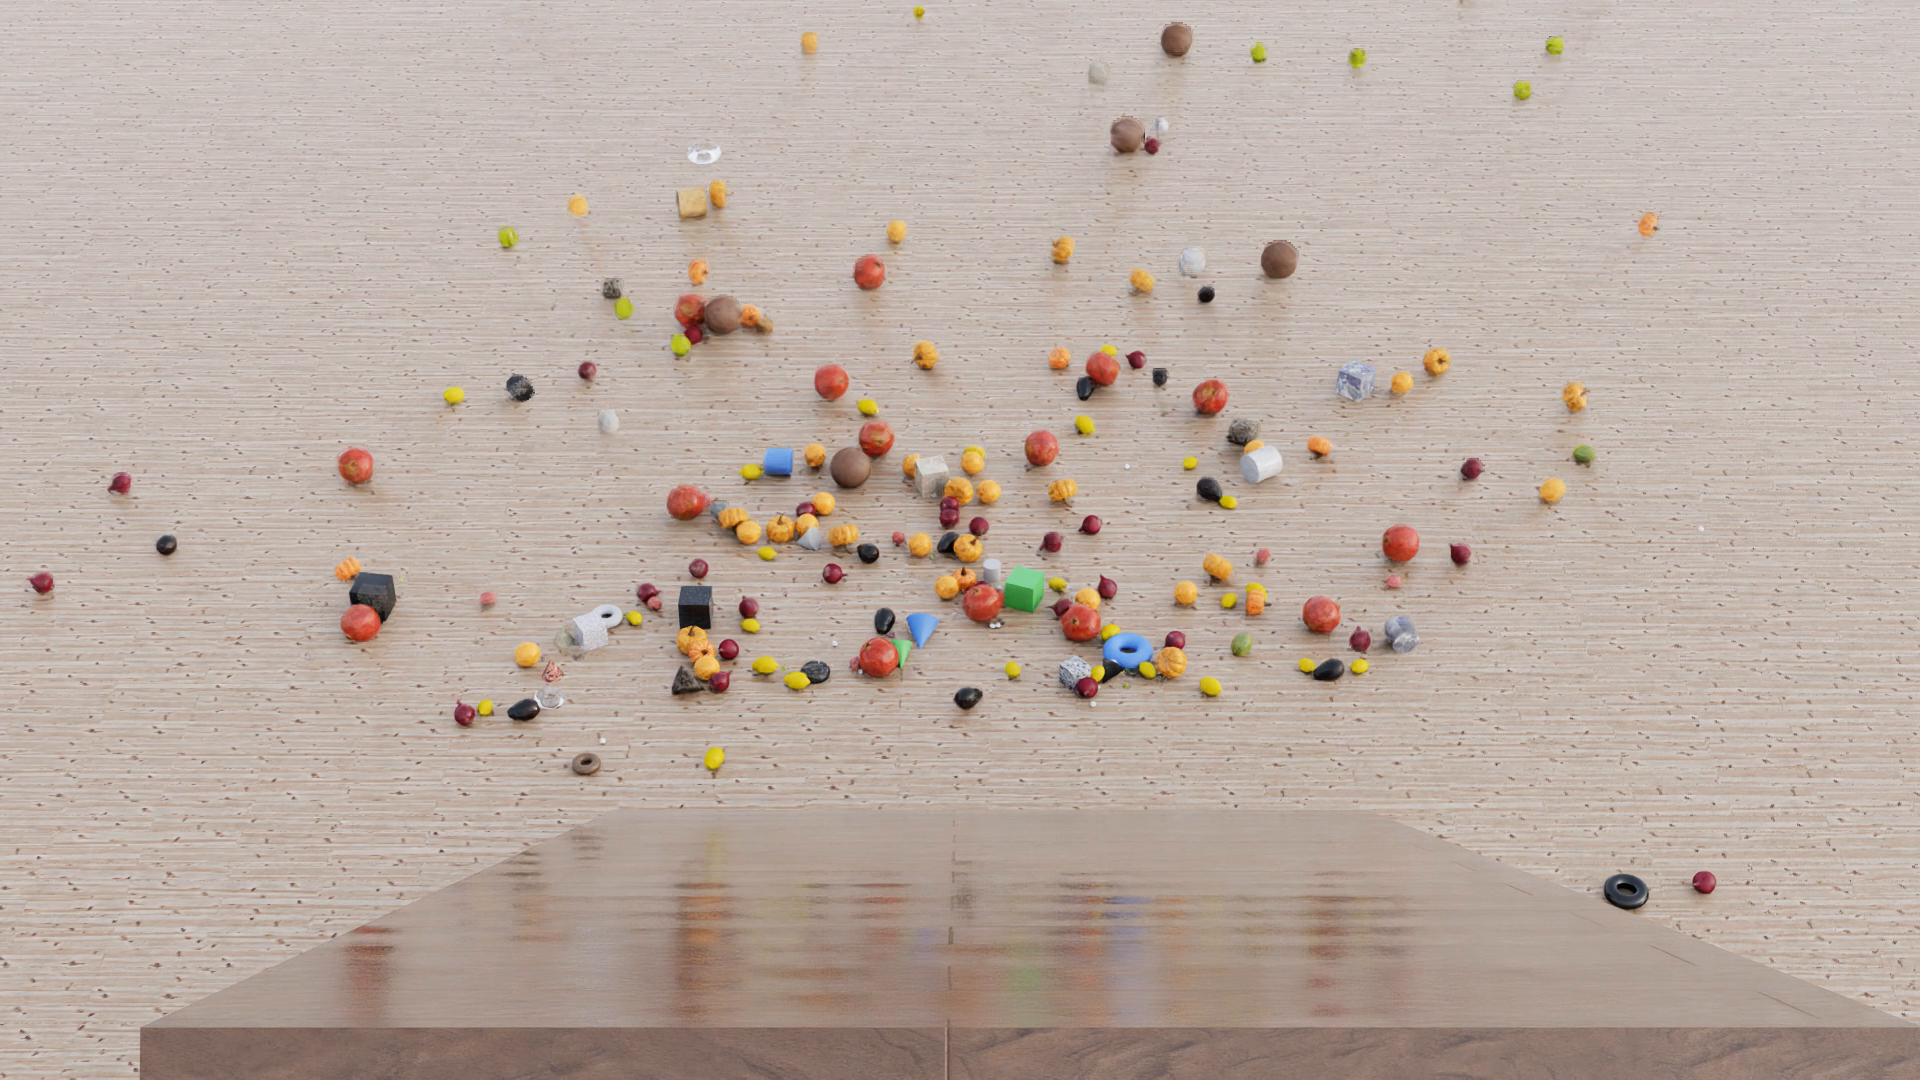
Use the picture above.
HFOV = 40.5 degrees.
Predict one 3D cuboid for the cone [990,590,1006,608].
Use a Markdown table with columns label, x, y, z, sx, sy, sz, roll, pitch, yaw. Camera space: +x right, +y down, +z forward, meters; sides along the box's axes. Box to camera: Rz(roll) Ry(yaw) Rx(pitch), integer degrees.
| label | x | y | z | sx | sy | sz | roll | pitch | yaw |
| --- | --- | --- | --- | --- | --- | --- | --- | --- | --- |
| cone | 0.128 | 0.174 | 7.751 | 0.054 | 0.054 | 0.054 | 34 | 22 | 37 |

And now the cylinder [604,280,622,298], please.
| label | x | y | z | sx | sy | sz | roll | pitch | yaw |
| --- | --- | --- | --- | --- | --- | --- | --- | --- | --- |
| cylinder | -1.220 | -0.882 | 9.139 | 0.059 | 0.059 | 0.059 | 0 | 37 | 1 |

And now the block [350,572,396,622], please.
| label | x | y | z | sx | sy | sz | roll | pitch | yaw |
| --- | --- | --- | --- | --- | --- | --- | --- | --- | --- |
| block | -1.737 | 0.168 | 7.696 | 0.099 | 0.099 | 0.099 | 5 | 37 | 7 |

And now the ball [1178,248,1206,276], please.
| label | x | y | z | sx | sy | sz | roll | pitch | yaw |
| --- | --- | --- | --- | --- | --- | --- | --- | --- | --- |
| ball | 0.827 | -0.989 | 9.251 | 0.097 | 0.097 | 0.097 | 0 | 37 | 0 |

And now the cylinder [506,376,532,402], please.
| label | x | y | z | sx | sy | sz | roll | pitch | yaw |
| --- | --- | --- | --- | --- | --- | --- | --- | --- | --- |
| cylinder | -1.461 | -0.502 | 8.623 | 0.065 | 0.065 | 0.065 | -24 | 43 | -29 |

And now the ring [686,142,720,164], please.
| label | x | y | z | sx | sy | sz | roll | pitch | yaw |
| --- | --- | --- | --- | --- | --- | --- | --- | --- | --- |
| ring | -0.980 | -1.482 | 9.957 | 0.132 | 0.044 | 0.132 | -1 | 37 | 1 |

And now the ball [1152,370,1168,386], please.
| label | x | y | z | sx | sy | sz | roll | pitch | yaw |
| --- | --- | --- | --- | --- | --- | --- | --- | --- | --- |
| ball | 0.668 | -0.542 | 8.688 | 0.052 | 0.052 | 0.052 | 0 | 37 | 0 |

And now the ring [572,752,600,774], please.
| label | x | y | z | sx | sy | sz | roll | pitch | yaw |
| --- | --- | --- | --- | --- | --- | --- | --- | --- | --- |
| ring | -1.029 | 0.615 | 7.157 | 0.080 | 0.027 | 0.080 | -1 | 37 | 1 |

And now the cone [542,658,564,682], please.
| label | x | y | z | sx | sy | sz | roll | pitch | yaw |
| --- | --- | --- | --- | --- | --- | --- | --- | --- | --- |
| cone | -1.171 | 0.365 | 7.462 | 0.063 | 0.063 | 0.063 | 0 | 37 | 0 |

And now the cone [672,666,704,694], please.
| label | x | y | z | sx | sy | sz | roll | pitch | yaw |
| --- | --- | --- | --- | --- | --- | --- | --- | --- | --- |
| cone | -0.766 | 0.415 | 7.416 | 0.086 | 0.086 | 0.086 | 21 | 33 | -16 |

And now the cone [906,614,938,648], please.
| label | x | y | z | sx | sy | sz | roll | pitch | yaw |
| --- | --- | --- | --- | --- | --- | --- | --- | --- | --- |
| cone | -0.113 | 0.278 | 7.595 | 0.096 | 0.096 | 0.096 | 3 | 63 | 4 |

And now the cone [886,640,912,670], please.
| label | x | y | z | sx | sy | sz | roll | pitch | yaw |
| --- | --- | --- | --- | --- | --- | --- | --- | --- | --- |
| cone | -0.173 | 0.339 | 7.522 | 0.077 | 0.077 | 0.077 | -3 | 63 | -4 |

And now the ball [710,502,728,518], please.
| label | x | y | z | sx | sy | sz | roll | pitch | yaw |
| --- | --- | --- | --- | --- | --- | --- | --- | --- | --- |
| ball | -0.749 | -0.093 | 8.084 | 0.054 | 0.054 | 0.054 | 0 | 37 | 0 |

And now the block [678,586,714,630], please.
| label | x | y | z | sx | sy | sz | roll | pitch | yaw |
| --- | --- | --- | --- | --- | --- | --- | --- | --- | --- |
| block | -0.778 | 0.199 | 7.662 | 0.091 | 0.091 | 0.091 | 1 | 37 | 1 |

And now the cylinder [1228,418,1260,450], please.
| label | x | y | z | sx | sy | sz | roll | pitch | yaw |
| --- | --- | --- | --- | --- | --- | --- | --- | --- | --- |
| cylinder | 0.915 | -0.344 | 8.402 | 0.077 | 0.077 | 0.077 | 27 | 44 | 20 |

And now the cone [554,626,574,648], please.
| label | x | y | z | sx | sy | sz | roll | pitch | yaw |
| --- | --- | --- | --- | --- | --- | --- | --- | --- | --- |
| cone | -1.158 | 0.272 | 7.586 | 0.064 | 0.064 | 0.064 | 0 | 37 | 0 |

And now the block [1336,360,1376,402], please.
| label | x | y | z | sx | sy | sz | roll | pitch | yaw |
| --- | --- | --- | --- | --- | --- | --- | --- | --- | --- |
| block | 1.316 | -0.530 | 8.641 | 0.089 | 0.089 | 0.089 | 28 | 45 | 32 |

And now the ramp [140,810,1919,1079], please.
| label | x | y | z | sx | sy | sz | roll | pitch | yaw |
| --- | --- | --- | --- | --- | --- | --- | --- | --- | --- |
| ramp | 0.081 | 0.682 | 4.913 | 2.000 | 0.100 | 4.000 | 0 | -2 | 0 |

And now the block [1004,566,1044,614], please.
| label | x | y | z | sx | sy | sz | roll | pitch | yaw |
| --- | --- | --- | --- | --- | --- | --- | --- | --- | --- |
| block | 0.192 | 0.146 | 7.733 | 0.089 | 0.089 | 0.089 | 14 | 39 | 18 |

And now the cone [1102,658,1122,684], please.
| label | x | y | z | sx | sy | sz | roll | pitch | yaw |
| --- | --- | --- | --- | --- | --- | --- | --- | --- | --- |
| cone | 0.424 | 0.386 | 7.462 | 0.065 | 0.065 | 0.065 | 20 | 68 | 25 |

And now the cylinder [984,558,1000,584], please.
| label | x | y | z | sx | sy | sz | roll | pitch | yaw |
| --- | --- | --- | --- | --- | --- | --- | --- | --- | --- |
| cylinder | 0.096 | 0.093 | 7.836 | 0.053 | 0.053 | 0.053 | 0 | 37 | 0 |

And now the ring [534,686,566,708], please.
| label | x | y | z | sx | sy | sz | roll | pitch | yaw |
| --- | --- | --- | --- | --- | --- | --- | --- | --- | --- |
| ring | -1.164 | 0.446 | 7.382 | 0.088 | 0.029 | 0.088 | 1 | 36 | -1 |

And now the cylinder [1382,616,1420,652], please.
| label | x | y | z | sx | sy | sz | roll | pitch | yaw |
| --- | --- | --- | --- | --- | --- | --- | --- | --- | --- |
| cylinder | 1.284 | 0.275 | 7.570 | 0.079 | 0.079 | 0.079 | -11 | 28 | -15 |

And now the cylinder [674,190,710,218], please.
| label | x | y | z | sx | sy | sz | roll | pitch | yaw |
| --- | --- | --- | --- | --- | --- | --- | --- | --- | --- |
| cylinder | -0.988 | -1.239 | 9.584 | 0.098 | 0.098 | 0.098 | 0 | 33 | -28 |

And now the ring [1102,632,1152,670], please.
| label | x | y | z | sx | sy | sz | roll | pitch | yaw |
| --- | --- | --- | --- | --- | --- | --- | --- | --- | --- |
| ring | 0.486 | 0.322 | 7.532 | 0.146 | 0.049 | 0.146 | 1 | 36 | -1 |

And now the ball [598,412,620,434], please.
| label | x | y | z | sx | sy | sz | roll | pitch | yaw |
| --- | --- | --- | --- | --- | --- | --- | --- | --- | --- |
| ball | -1.143 | -0.382 | 8.460 | 0.068 | 0.068 | 0.068 | 0 | 37 | 0 |

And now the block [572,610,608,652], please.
| label | x | y | z | sx | sy | sz | roll | pitch | yaw |
| --- | --- | --- | --- | --- | --- | --- | --- | --- | --- |
| block | -1.077 | 0.266 | 7.585 | 0.074 | 0.074 | 0.074 | -19 | 41 | -24 |

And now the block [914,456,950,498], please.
| label | x | y | z | sx | sy | sz | roll | pitch | yaw |
| --- | --- | --- | --- | --- | --- | --- | --- | --- | --- |
| block | -0.088 | -0.200 | 8.200 | 0.088 | 0.088 | 0.088 | -10 | 38 | -13 |

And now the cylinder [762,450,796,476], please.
| label | x | y | z | sx | sy | sz | roll | pitch | yaw |
| --- | --- | --- | --- | --- | --- | --- | --- | --- | --- |
| cylinder | -0.576 | -0.246 | 8.270 | 0.077 | 0.077 | 0.077 | -7 | 32 | 26 |

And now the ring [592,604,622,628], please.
| label | x | y | z | sx | sy | sz | roll | pitch | yaw |
| --- | --- | --- | --- | --- | --- | --- | --- | --- | --- |
| ring | -1.044 | 0.226 | 7.675 | 0.097 | 0.032 | 0.097 | 0 | 38 | 0 |

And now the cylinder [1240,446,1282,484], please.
| label | x | y | z | sx | sy | sz | roll | pitch | yaw |
| --- | --- | --- | --- | --- | --- | --- | --- | --- | --- |
| cylinder | 0.955 | -0.239 | 8.245 | 0.096 | 0.096 | 0.096 | -22 | 42 | -27 |

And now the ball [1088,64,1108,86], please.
| label | x | y | z | sx | sy | sz | roll | pitch | yaw |
| --- | --- | --- | --- | --- | --- | --- | --- | --- | --- |
| ball | 0.554 | -1.870 | 10.441 | 0.086 | 0.086 | 0.086 | 0 | 37 | 0 |

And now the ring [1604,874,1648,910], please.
| label | x | y | z | sx | sy | sz | roll | pitch | yaw |
| --- | --- | --- | --- | --- | --- | --- | --- | --- | --- |
| ring | 1.729 | 0.912 | 6.750 | 0.117 | 0.039 | 0.117 | 1 | 38 | 0 |

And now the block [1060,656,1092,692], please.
| label | x | y | z | sx | sy | sz | roll | pitch | yaw |
| --- | --- | --- | --- | --- | --- | --- | --- | --- | --- |
| block | 0.329 | 0.382 | 7.438 | 0.064 | 0.064 | 0.064 | -24 | 43 | -29 |

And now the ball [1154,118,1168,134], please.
| label | x | y | z | sx | sy | sz | roll | pitch | yaw |
| --- | --- | --- | --- | --- | --- | --- | --- | --- | --- |
| ball | 0.783 | -1.609 | 10.116 | 0.056 | 0.056 | 0.056 | 0 | 37 | 0 |

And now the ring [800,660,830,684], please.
| label | x | y | z | sx | sy | sz | roll | pitch | yaw |
| --- | --- | --- | --- | --- | --- | --- | --- | --- | --- |
| ring | -0.416 | 0.379 | 7.472 | 0.087 | 0.029 | 0.087 | -1 | 38 | 1 |

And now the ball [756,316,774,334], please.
| label | x | y | z | sx | sy | sz | roll | pitch | yaw |
| --- | --- | --- | --- | --- | --- | --- | --- | --- | --- |
| ball | -0.671 | -0.740 | 8.950 | 0.056 | 0.056 | 0.056 | 0 | 37 | 0 |
